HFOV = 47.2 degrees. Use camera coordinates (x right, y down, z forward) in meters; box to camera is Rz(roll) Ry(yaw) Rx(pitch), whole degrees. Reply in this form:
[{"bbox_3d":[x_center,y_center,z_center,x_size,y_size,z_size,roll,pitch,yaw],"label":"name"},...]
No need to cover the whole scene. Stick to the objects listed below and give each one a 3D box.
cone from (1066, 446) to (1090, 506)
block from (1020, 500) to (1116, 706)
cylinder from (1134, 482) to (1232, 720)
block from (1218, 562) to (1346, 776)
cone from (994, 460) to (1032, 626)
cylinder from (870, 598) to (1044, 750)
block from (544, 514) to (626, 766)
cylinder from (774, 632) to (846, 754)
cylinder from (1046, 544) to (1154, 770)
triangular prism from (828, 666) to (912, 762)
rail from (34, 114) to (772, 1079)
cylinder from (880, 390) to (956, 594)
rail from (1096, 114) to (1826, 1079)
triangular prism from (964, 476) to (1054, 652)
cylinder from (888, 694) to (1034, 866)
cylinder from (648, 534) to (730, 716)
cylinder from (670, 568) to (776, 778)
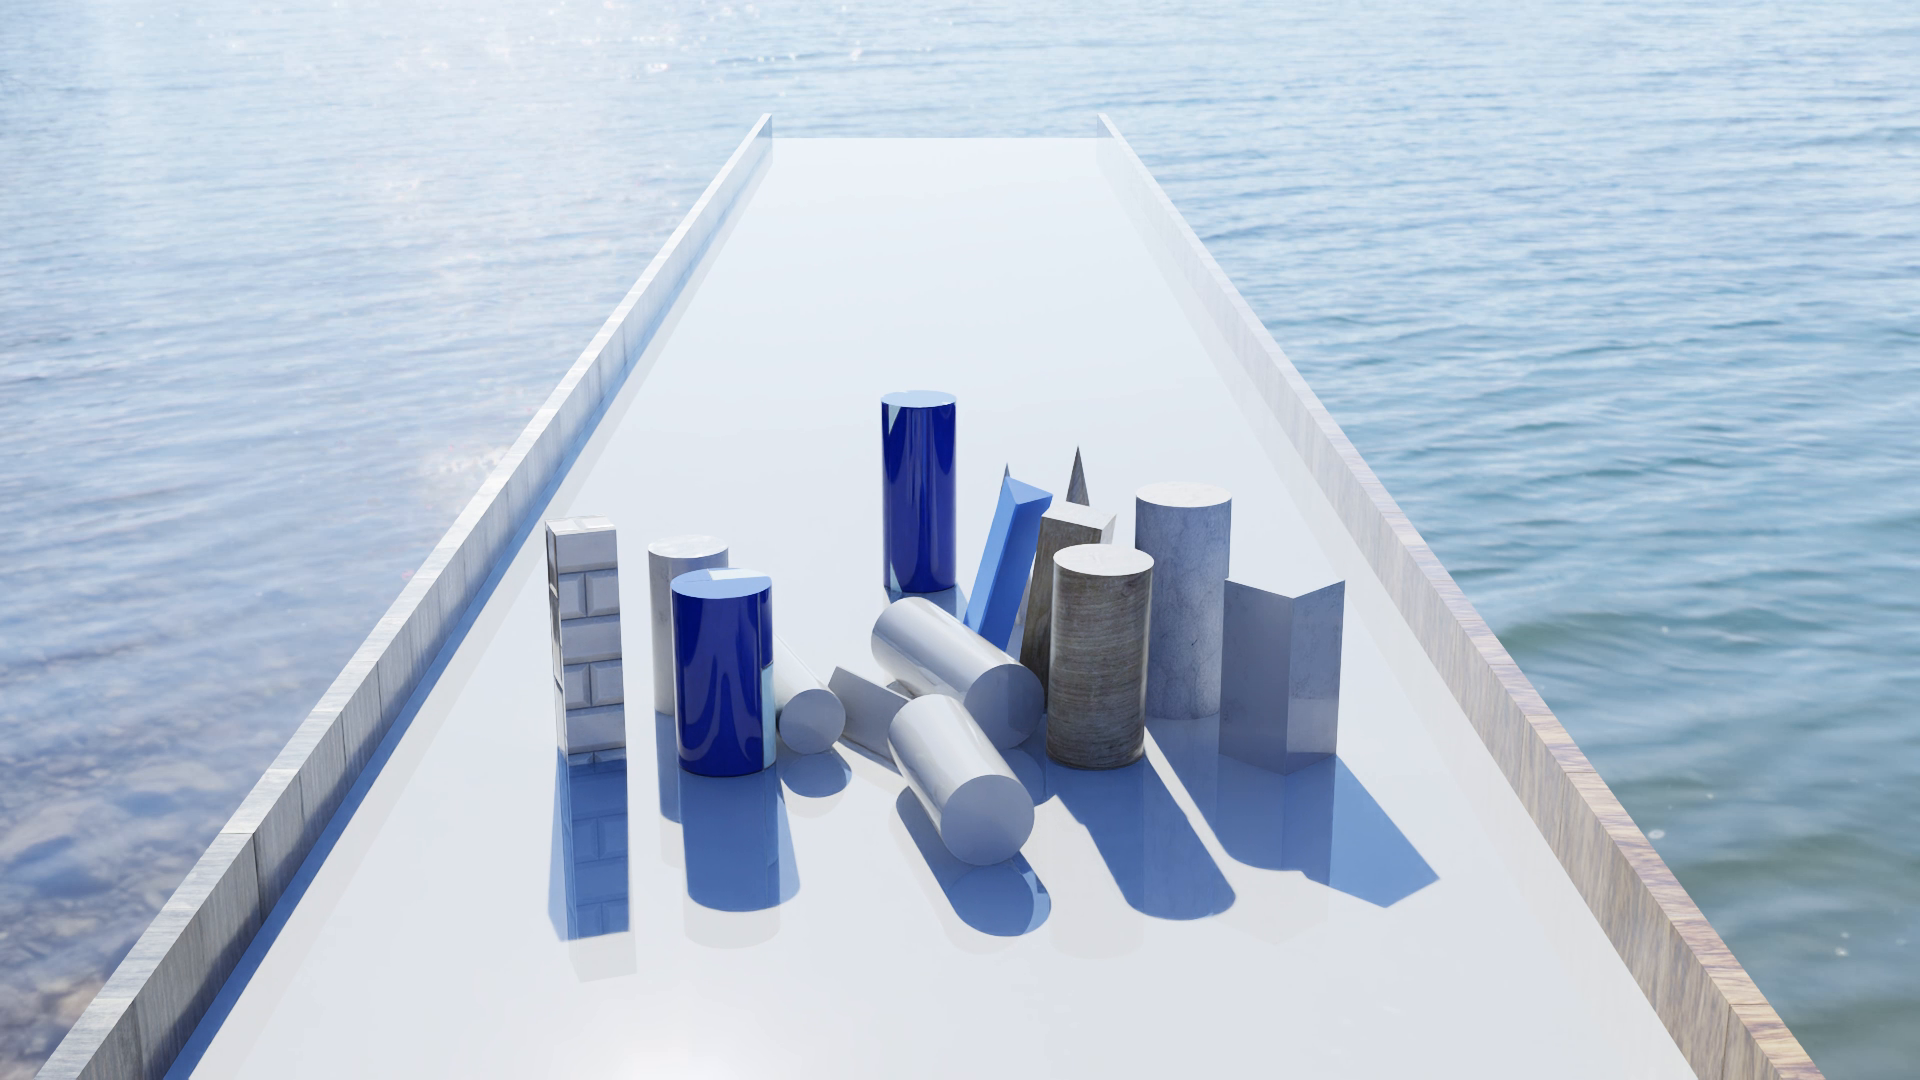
[{"bbox_3d":[0.233,0.019,4.392,0.174,0.440,0.174,0,17,0],"label":"cone"},{"bbox_3d":[0.198,0.125,4.140,0.116,0.368,0.116,13,19,14],"label":"block"},{"bbox_3d":[0.414,0.113,4.124,0.177,0.413,0.177,0,17,0],"label":"cylinder"},{"bbox_3d":[0.569,0.226,3.894,0.149,0.327,0.149,-16,23,-42],"label":"block"},{"bbox_3d":[0.098,-0.003,4.641,0.144,0.340,0.144,0,17,0],"label":"cone"},{"bbox_3d":[-0.010,0.245,4.117,0.164,0.164,0.423,-7,18,-24],"label":"cylinder"},{"bbox_3d":[-0.661,0.177,3.887,0.105,0.425,0.105,-6,18,-20],"label":"block"},{"bbox_3d":[-0.324,0.278,4.076,0.124,0.124,0.346,-6,18,-20],"label":"cylinder"},{"bbox_3d":[0.246,0.206,3.891,0.175,0.361,0.175,1,18,0],"label":"cylinder"},{"bbox_3d":[-0.128,0.317,3.981,0.112,0.097,0.329,-12,20,-36],"label":"triangular prism"},{"bbox_3d":[-1.118,-0.838,7.780,0.050,0.150,12.000,0,17,-1],"label":"rail"},{"bbox_3d":[-0.090,-0.108,4.853,0.167,0.419,0.167,0,17,0],"label":"cylinder"},{"bbox_3d":[0.932,-0.844,7.801,0.050,0.150,12.000,0,17,-1],"label":"rail"},{"bbox_3d":[0.068,0.069,4.272,0.096,0.406,0.083,-15,43,-41],"label":"triangular prism"},{"bbox_3d":[-0.003,0.391,3.639,0.155,0.155,0.369,-4,17,-14],"label":"cylinder"},{"bbox_3d":[-0.506,0.161,4.139,0.150,0.312,0.150,0,16,0],"label":"cylinder"},{"bbox_3d":[-0.415,0.232,3.869,0.176,0.329,0.176,0,17,0],"label":"cylinder"}]
